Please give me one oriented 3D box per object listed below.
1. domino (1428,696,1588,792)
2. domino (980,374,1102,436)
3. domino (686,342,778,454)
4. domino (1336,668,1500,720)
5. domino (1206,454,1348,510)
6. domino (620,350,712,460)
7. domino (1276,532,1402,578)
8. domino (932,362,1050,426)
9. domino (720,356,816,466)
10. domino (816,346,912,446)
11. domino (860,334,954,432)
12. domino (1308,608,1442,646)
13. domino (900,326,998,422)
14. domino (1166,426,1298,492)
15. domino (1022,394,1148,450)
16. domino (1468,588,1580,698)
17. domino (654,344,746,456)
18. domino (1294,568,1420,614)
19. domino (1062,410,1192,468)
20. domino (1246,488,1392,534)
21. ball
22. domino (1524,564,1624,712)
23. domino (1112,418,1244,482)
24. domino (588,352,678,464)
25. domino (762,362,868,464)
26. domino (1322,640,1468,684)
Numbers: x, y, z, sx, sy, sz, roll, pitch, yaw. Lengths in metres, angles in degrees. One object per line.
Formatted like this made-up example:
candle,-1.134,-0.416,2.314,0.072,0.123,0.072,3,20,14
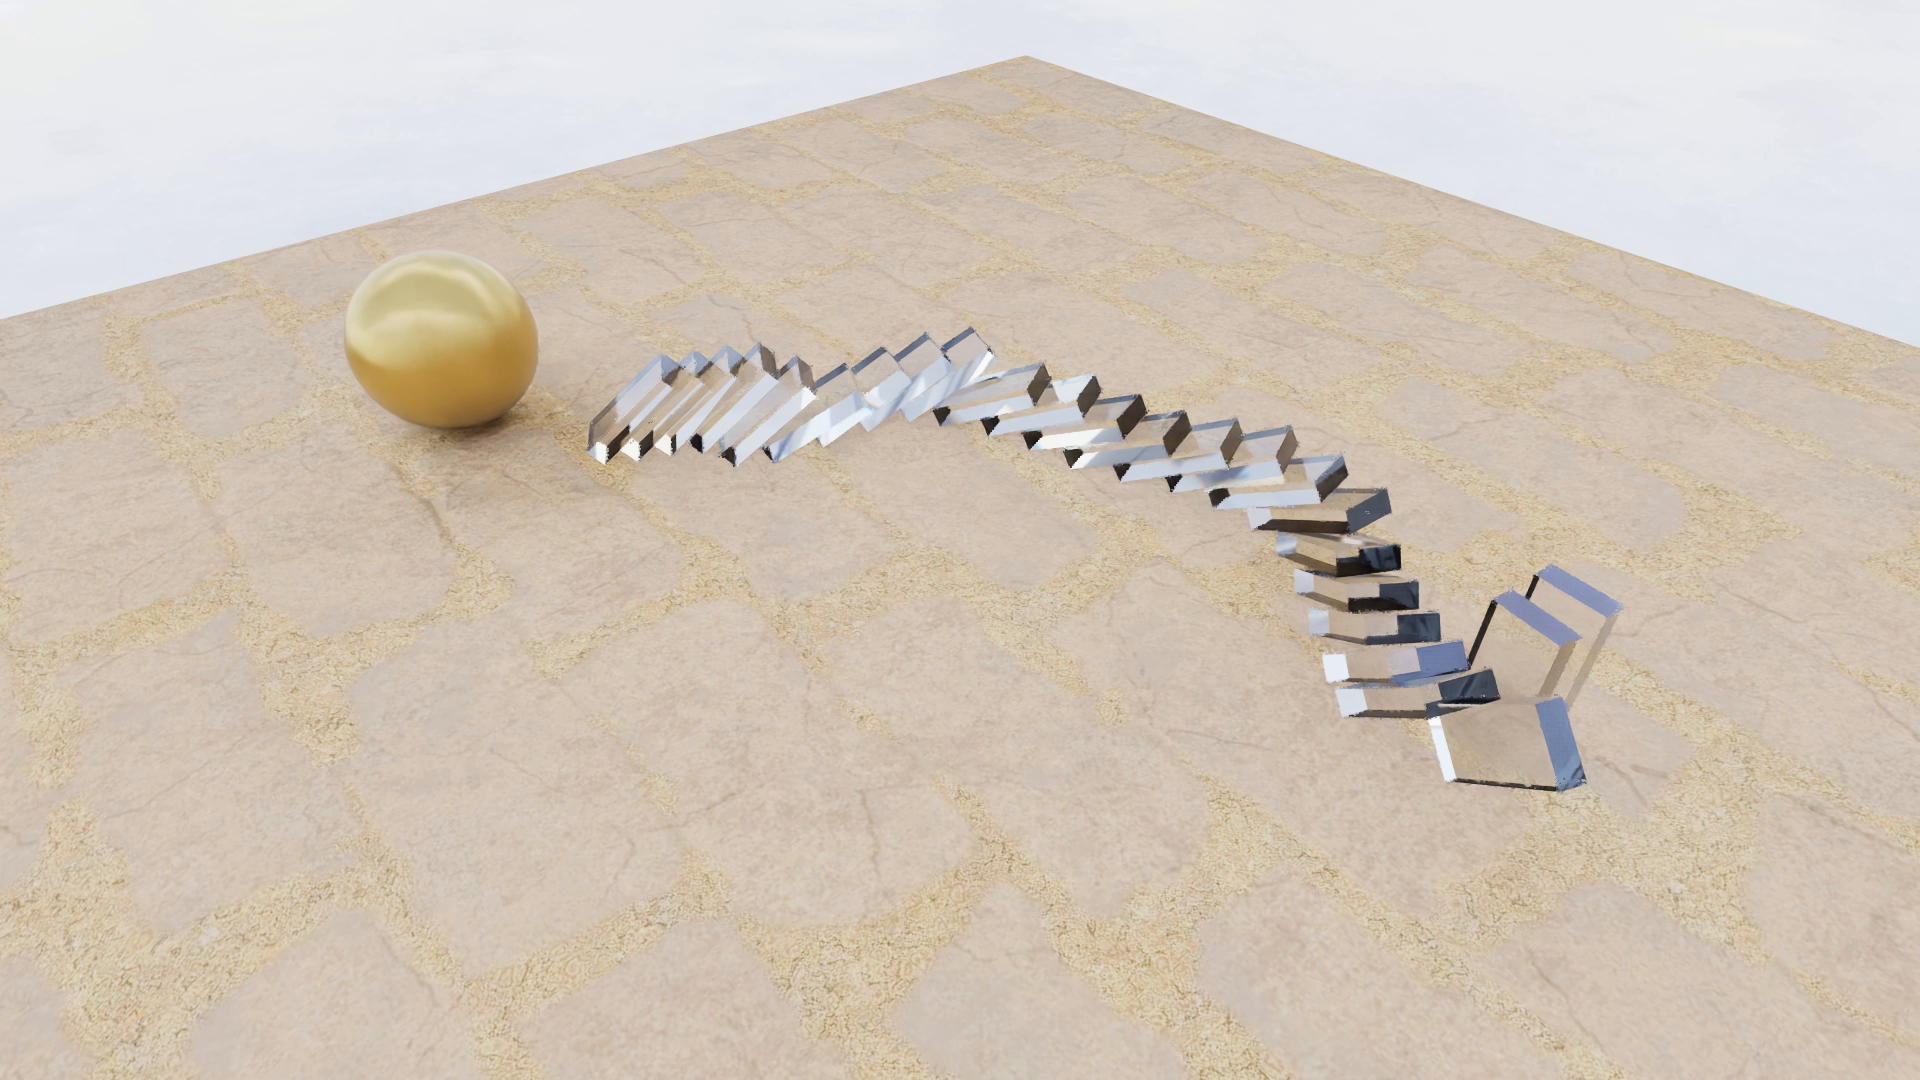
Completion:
domino,0.164,0.061,0.334,0.009,0.050,0.025,-12,84,-14
domino,0.037,-0.062,0.502,0.050,0.010,0.025,-7,31,34
domino,-0.104,-0.064,0.497,0.050,0.010,0.025,-40,37,17
domino,0.146,0.050,0.355,0.025,0.050,0.010,-12,84,-12
domino,0.131,-0.024,0.454,0.050,0.010,0.025,-2,26,48
domino,-0.132,-0.061,0.493,0.050,0.009,0.025,-40,37,18
domino,0.143,0.004,0.420,0.025,0.010,0.050,-6,10,-8
domino,0.014,-0.067,0.510,0.050,0.009,0.025,-8,32,31
domino,-0.086,-0.058,0.490,0.050,0.010,0.025,-38,38,17
domino,-0.049,-0.067,0.506,0.050,0.009,0.025,-36,42,0
domino,-0.029,-0.074,0.515,0.050,0.010,0.025,-36,41,0
domino,0.143,0.029,0.384,0.025,0.010,0.050,-3,0,-3
domino,-0.009,-0.079,0.521,0.050,0.010,0.025,-34,39,2
domino,0.115,-0.034,0.467,0.050,0.009,0.025,-8,29,38
domino,0.055,-0.052,0.491,0.050,0.010,0.025,-3,31,40
domino,0.179,0.043,0.359,0.009,0.050,0.025,-21,44,-24
domino,-0.118,-0.063,0.496,0.050,0.009,0.025,-40,37,18
domino,0.144,0.017,0.402,0.025,0.010,0.050,-3,6,-3
domino,0.073,-0.044,0.480,0.050,0.010,0.025,-4,30,40
domino,0.142,-0.012,0.439,0.025,0.009,0.050,-24,15,-28
ball,-0.233,-0.089,0.497,0.080,0.080,0.080,0,39,0
domino,0.198,0.035,0.369,0.009,0.050,0.025,-24,45,-27
domino,0.094,-0.038,0.473,0.050,0.010,0.025,-7,30,37
domino,-0.146,-0.059,0.491,0.050,0.010,0.025,-40,37,18
domino,-0.068,-0.057,0.496,0.050,0.010,0.025,-31,42,6
domino,0.144,0.041,0.367,0.025,0.050,0.009,-8,84,-5
